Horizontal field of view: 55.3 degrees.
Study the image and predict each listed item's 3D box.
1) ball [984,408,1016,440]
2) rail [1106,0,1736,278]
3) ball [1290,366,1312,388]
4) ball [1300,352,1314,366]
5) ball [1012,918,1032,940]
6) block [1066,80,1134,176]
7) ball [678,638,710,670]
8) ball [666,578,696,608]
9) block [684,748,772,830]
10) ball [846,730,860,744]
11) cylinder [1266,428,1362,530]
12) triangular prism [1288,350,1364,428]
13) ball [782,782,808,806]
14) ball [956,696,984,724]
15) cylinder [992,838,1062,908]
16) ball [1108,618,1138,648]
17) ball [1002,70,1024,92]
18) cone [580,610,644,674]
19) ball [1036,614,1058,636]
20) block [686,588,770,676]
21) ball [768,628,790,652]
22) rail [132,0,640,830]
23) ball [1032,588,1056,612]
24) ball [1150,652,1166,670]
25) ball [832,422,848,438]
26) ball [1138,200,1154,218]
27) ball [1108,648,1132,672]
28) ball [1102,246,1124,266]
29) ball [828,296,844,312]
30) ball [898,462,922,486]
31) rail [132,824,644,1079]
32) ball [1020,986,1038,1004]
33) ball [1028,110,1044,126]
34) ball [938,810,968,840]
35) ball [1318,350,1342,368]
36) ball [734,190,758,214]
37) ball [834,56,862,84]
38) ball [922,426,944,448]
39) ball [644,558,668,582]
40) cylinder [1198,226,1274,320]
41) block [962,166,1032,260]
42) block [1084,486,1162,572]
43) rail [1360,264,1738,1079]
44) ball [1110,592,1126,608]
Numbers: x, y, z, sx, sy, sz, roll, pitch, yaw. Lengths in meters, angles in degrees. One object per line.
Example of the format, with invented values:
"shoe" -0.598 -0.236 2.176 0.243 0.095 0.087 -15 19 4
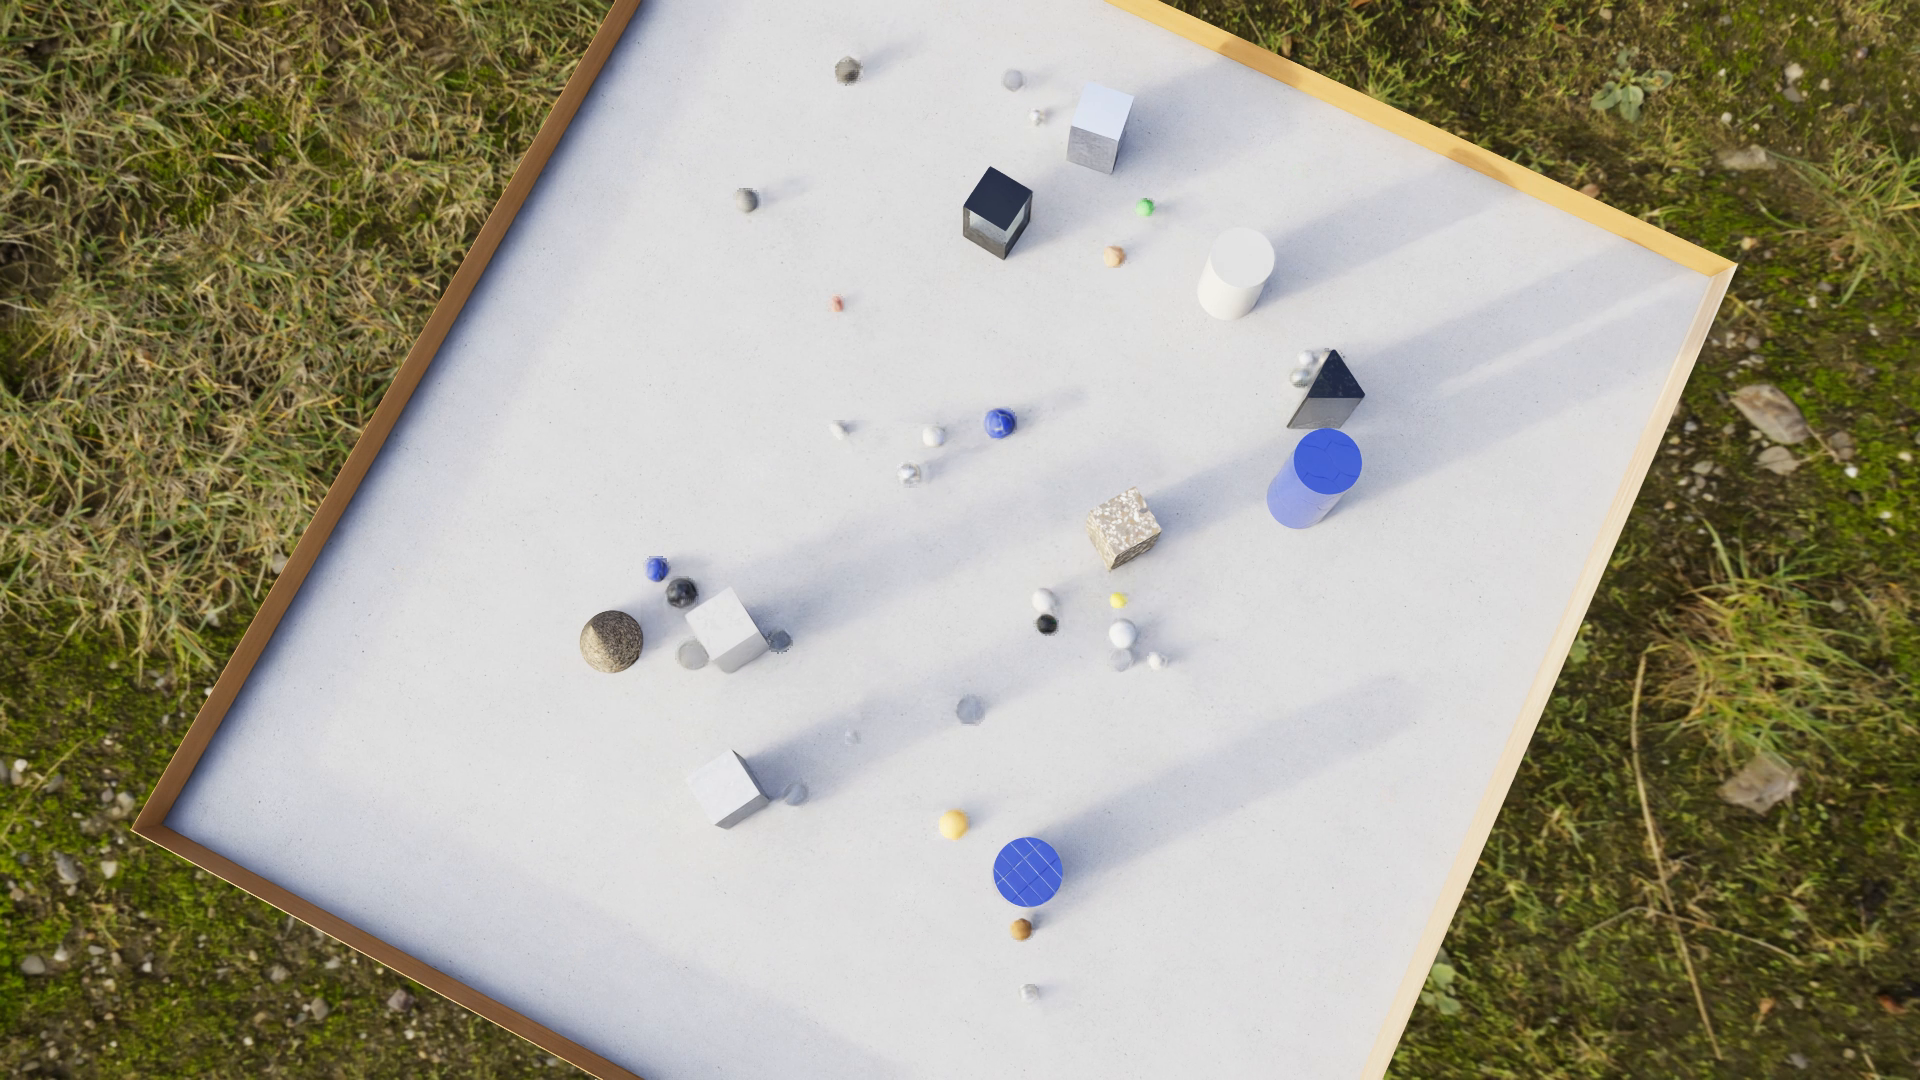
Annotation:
"ball" 0.121 -0.358 5.641 0.097 0.097 0.097 0 78 0
"rail" 0.817 -1.593 5.881 3.531 0.126 0.045 26 80 5
"ball" 1.057 -0.505 5.686 0.069 0.069 0.069 0 78 0
"ball" 1.081 -0.566 5.711 0.045 0.045 0.045 0 78 0
"ball" 0.181 1.137 5.351 0.060 0.060 0.060 0 78 0
"block" 0.437 -1.288 5.746 0.155 0.268 0.155 19 79 4
"ball" -0.798 0.345 5.496 0.096 0.096 0.096 0 78 0
"ball" -0.843 0.162 5.536 0.093 0.093 0.093 0 78 0
"block" -0.669 0.725 5.309 0.155 0.309 0.155 -33 80 -7
"ball" -0.320 0.588 5.474 0.040 0.040 0.040 0 78 0
"cylinder" 1.040 -0.175 5.412 0.193 0.471 0.193 0 78 0
"triangular prism" 1.097 -0.454 5.533 0.167 0.349 0.145 0 78 0
"ball" -0.489 0.752 5.422 0.075 0.075 0.075 0 78 0
"ball" 0.030 0.509 5.468 0.084 0.084 0.084 0 78 0
"cylinder" 0.190 0.958 5.264 0.193 0.302 0.193 0 78 0
"ball" 0.492 0.281 5.513 0.089 0.089 0.089 0 78 0
"ball" 0.173 -1.476 5.886 0.071 0.071 0.071 0 78 0
"cone" -1.056 0.277 5.400 0.193 0.313 0.193 0 78 0
"ball" 0.261 0.255 5.531 0.065 0.065 0.065 0 78 0
"block" -0.679 0.271 5.388 0.155 0.337 0.155 -33 80 -6
"ball" -0.542 0.299 5.497 0.069 0.069 0.069 0 78 0
"rail" -1.558 -0.756 5.708 0.045 0.126 3.700 26 80 5
"ball" 0.256 0.182 5.542 0.073 0.073 0.073 0 78 0
"ball" 0.596 0.365 5.514 0.053 0.053 0.053 0 78 0
"ball" -0.373 -0.341 5.662 0.049 0.049 0.049 0 78 0
"ball" 0.588 -1.050 5.806 0.055 0.055 0.055 0 78 0
"ball" 0.483 0.360 5.506 0.071 0.071 0.071 0 78 0
"ball" 0.483 -0.894 5.767 0.068 0.068 0.068 0 78 0
"ball" -0.388 -0.738 5.744 0.049 0.049 0.049 0 78 0
"ball" -0.155 -0.201 5.622 0.072 0.072 0.072 0 78 0
"rail" -0.817 1.606 5.219 3.531 0.126 0.045 26 80 5
"ball" 0.198 1.321 5.316 0.054 0.054 0.054 0 78 0
"ball" 0.245 -1.354 5.871 0.051 0.051 0.051 0 78 0
"ball" -0.020 0.839 5.399 0.086 0.086 0.086 0 78 0
"ball" 1.152 -0.553 5.693 0.074 0.074 0.074 0 78 0
"ball" -0.676 -1.071 5.801 0.074 0.074 0.074 0 78 0
"ball" -0.359 -1.507 5.885 0.086 0.086 0.086 0 78 0
"ball" -0.081 -0.319 5.648 0.068 0.068 0.068 0 78 0
"ball" -0.922 0.091 5.560 0.073 0.073 0.073 0 78 0
"cylinder" 0.845 -0.815 5.631 0.193 0.302 0.193 0 78 0
"block" 0.115 -1.013 5.697 0.155 0.252 0.155 32 80 6
"block" 0.486 -0.031 5.494 0.155 0.253 0.155 -28 80 -6
"rail" 1.558 0.769 5.392 0.045 0.126 3.700 26 80 5
"ball" 0.479 0.184 5.553 0.050 0.050 0.050 0 78 0
